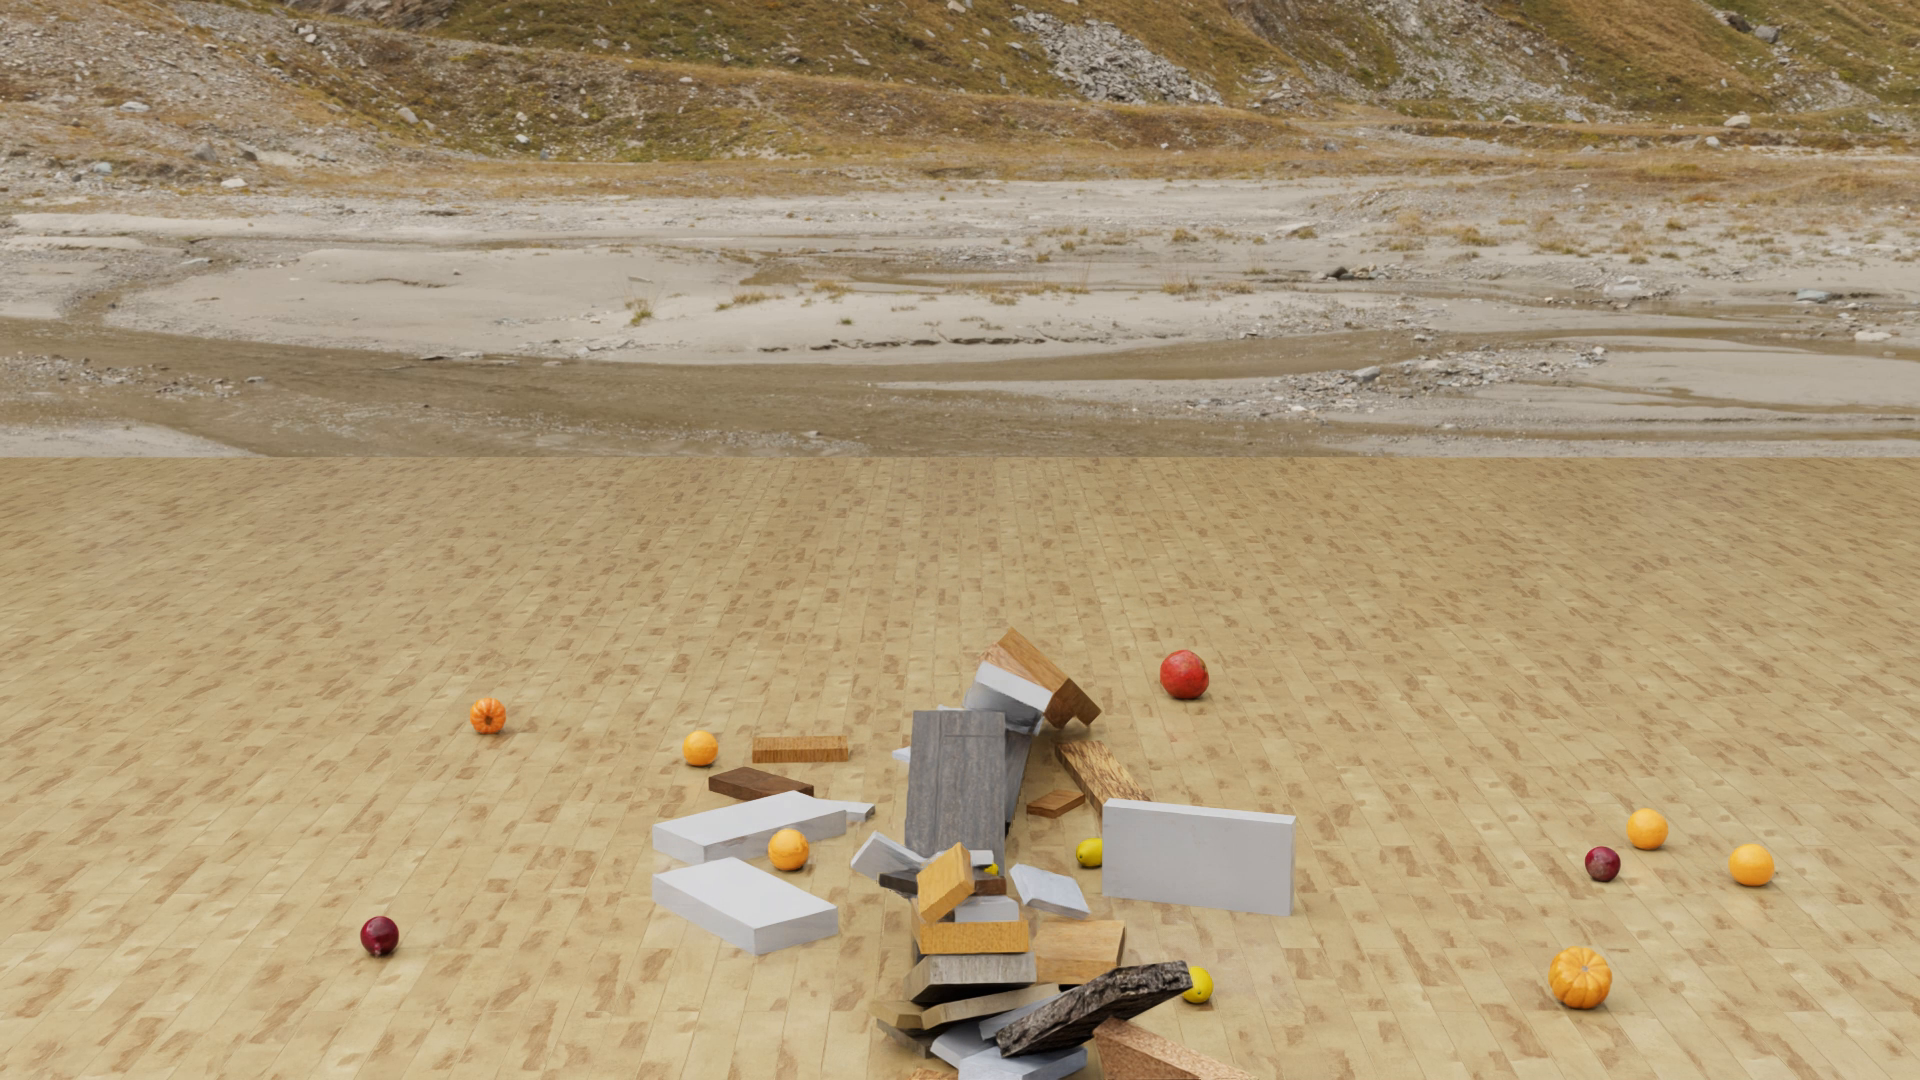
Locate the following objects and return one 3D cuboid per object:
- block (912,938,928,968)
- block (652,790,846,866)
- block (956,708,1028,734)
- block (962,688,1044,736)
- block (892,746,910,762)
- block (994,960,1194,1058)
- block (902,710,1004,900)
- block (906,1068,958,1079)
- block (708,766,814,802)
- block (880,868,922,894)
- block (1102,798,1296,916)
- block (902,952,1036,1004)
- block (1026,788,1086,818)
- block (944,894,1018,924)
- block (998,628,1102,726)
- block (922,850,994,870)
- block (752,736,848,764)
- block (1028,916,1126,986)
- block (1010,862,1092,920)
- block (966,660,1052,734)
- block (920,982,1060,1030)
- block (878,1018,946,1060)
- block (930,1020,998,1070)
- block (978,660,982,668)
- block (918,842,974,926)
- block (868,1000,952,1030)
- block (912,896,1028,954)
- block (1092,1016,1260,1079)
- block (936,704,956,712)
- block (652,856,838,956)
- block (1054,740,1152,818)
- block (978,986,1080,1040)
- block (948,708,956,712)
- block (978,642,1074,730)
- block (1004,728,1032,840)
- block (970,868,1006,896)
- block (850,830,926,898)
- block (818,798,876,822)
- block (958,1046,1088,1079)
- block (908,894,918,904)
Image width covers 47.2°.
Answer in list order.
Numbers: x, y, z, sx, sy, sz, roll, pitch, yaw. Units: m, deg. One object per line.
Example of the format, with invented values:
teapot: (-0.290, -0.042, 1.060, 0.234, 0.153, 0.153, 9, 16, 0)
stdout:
block: (0.005, 0.602, 3.209, 0.143, 0.040, 0.285, 0, -11, -3)
block: (-0.375, 0.517, 3.938, 0.313, 0.044, 0.157, -9, 14, -41)
block: (0.033, 0.410, 4.163, 0.144, 0.041, 0.289, 15, 20, 6)
block: (0.086, 0.353, 4.536, 0.141, 0.040, 0.283, 20, -3, -3)
block: (-0.086, 0.439, 4.446, 0.050, 0.014, 0.099, -10, 14, -43)
block: (0.172, 0.611, 2.861, 0.126, 0.036, 0.252, 3, -30, -40)
block: (-0.006, 0.433, 3.664, 0.162, 0.046, 0.491, 0, 27, 1)
block: (-0.052, 0.734, 2.823, 0.093, 0.026, 0.186, 5, 12, 24)
block: (-0.381, 0.475, 4.214, 0.192, 0.027, 0.096, 9, 14, 41)
block: (-0.054, 0.520, 3.333, 0.068, 0.019, 0.136, -2, 2, -39)
block: (0.391, 0.520, 3.616, 0.313, 0.157, 0.044, 3, 11, 18)
block: (0.009, 0.611, 3.050, 0.143, 0.040, 0.285, 0, -18, -9)
block: (0.181, 0.495, 4.133, 0.060, 0.017, 0.120, 6, 12, 31)
block: (0.017, 0.498, 2.999, 0.087, 0.025, 0.174, 0, -3, -13)
block: (0.188, 0.287, 4.560, 0.162, 0.046, 0.323, 41, -2, 23)
block: (-0.006, 0.473, 3.211, 0.076, 0.022, 0.250, -1, -12, -7)
block: (-0.325, 0.426, 4.477, 0.192, 0.027, 0.096, -1, 11, -4)
block: (0.175, 0.609, 3.266, 0.126, 0.036, 0.368, 2, -1, 6)
block: (0.140, 0.545, 3.405, 0.136, 0.019, 0.068, 22, 30, -42)
block: (0.092, 0.306, 4.246, 0.144, 0.041, 0.289, 24, -14, 3)
block: (0.042, 0.638, 3.006, 0.174, 0.025, 0.087, -6, -17, -20)
block: (-0.055, 0.690, 3.082, 0.064, 0.018, 0.129, -7, 12, -32)
block: (0.019, 0.689, 3.025, 0.064, 0.018, 0.129, 28, 21, 22)
block: (0.071, 0.290, 4.502, 0.014, 0.049, 0.097, -37, 39, -5)
block: (-0.020, 0.462, 2.966, 0.076, 0.022, 0.152, -38, 10, 5)
block: (-0.058, 0.661, 3.060, 0.129, 0.018, 0.064, 13, 1, -40)
block: (0.010, 0.533, 3.052, 0.143, 0.040, 0.285, 0, -3, -4)
block: (0.280, 0.694, 2.753, 0.036, 0.126, 0.252, -30, 27, -34)
block: (0.004, 0.407, 4.457, 0.141, 0.040, 0.283, 14, 12, 4)
block: (-0.350, 0.589, 3.555, 0.157, 0.044, 0.313, -8, 13, -37)
block: (0.275, 0.463, 4.281, 0.096, 0.027, 0.424, -2, 11, -9)
block: (0.121, 0.643, 2.989, 0.174, 0.025, 0.087, -27, -24, 30)
block: (0.011, 0.414, 4.264, 0.141, 0.040, 0.283, 16, 19, 8)
block: (0.140, 0.303, 4.523, 0.162, 0.046, 0.323, 42, -2, 16)
block: (0.038, 0.431, 4.002, 0.144, 0.041, 0.289, 14, 28, 3)
block: (0.007, 0.478, 3.070, 0.076, 0.022, 0.152, 0, -3, -15)
block: (-0.094, 0.513, 3.420, 0.136, 0.068, 0.019, 31, 24, -14)
block: (-0.224, 0.503, 4.092, 0.120, 0.017, 0.060, 3, 11, 16)
block: (0.086, 0.698, 2.932, 0.093, 0.026, 0.186, 6, 3, 30)
block: (-0.014, 0.545, 3.298, 0.100, 0.028, 0.200, -1, 2, -9)
